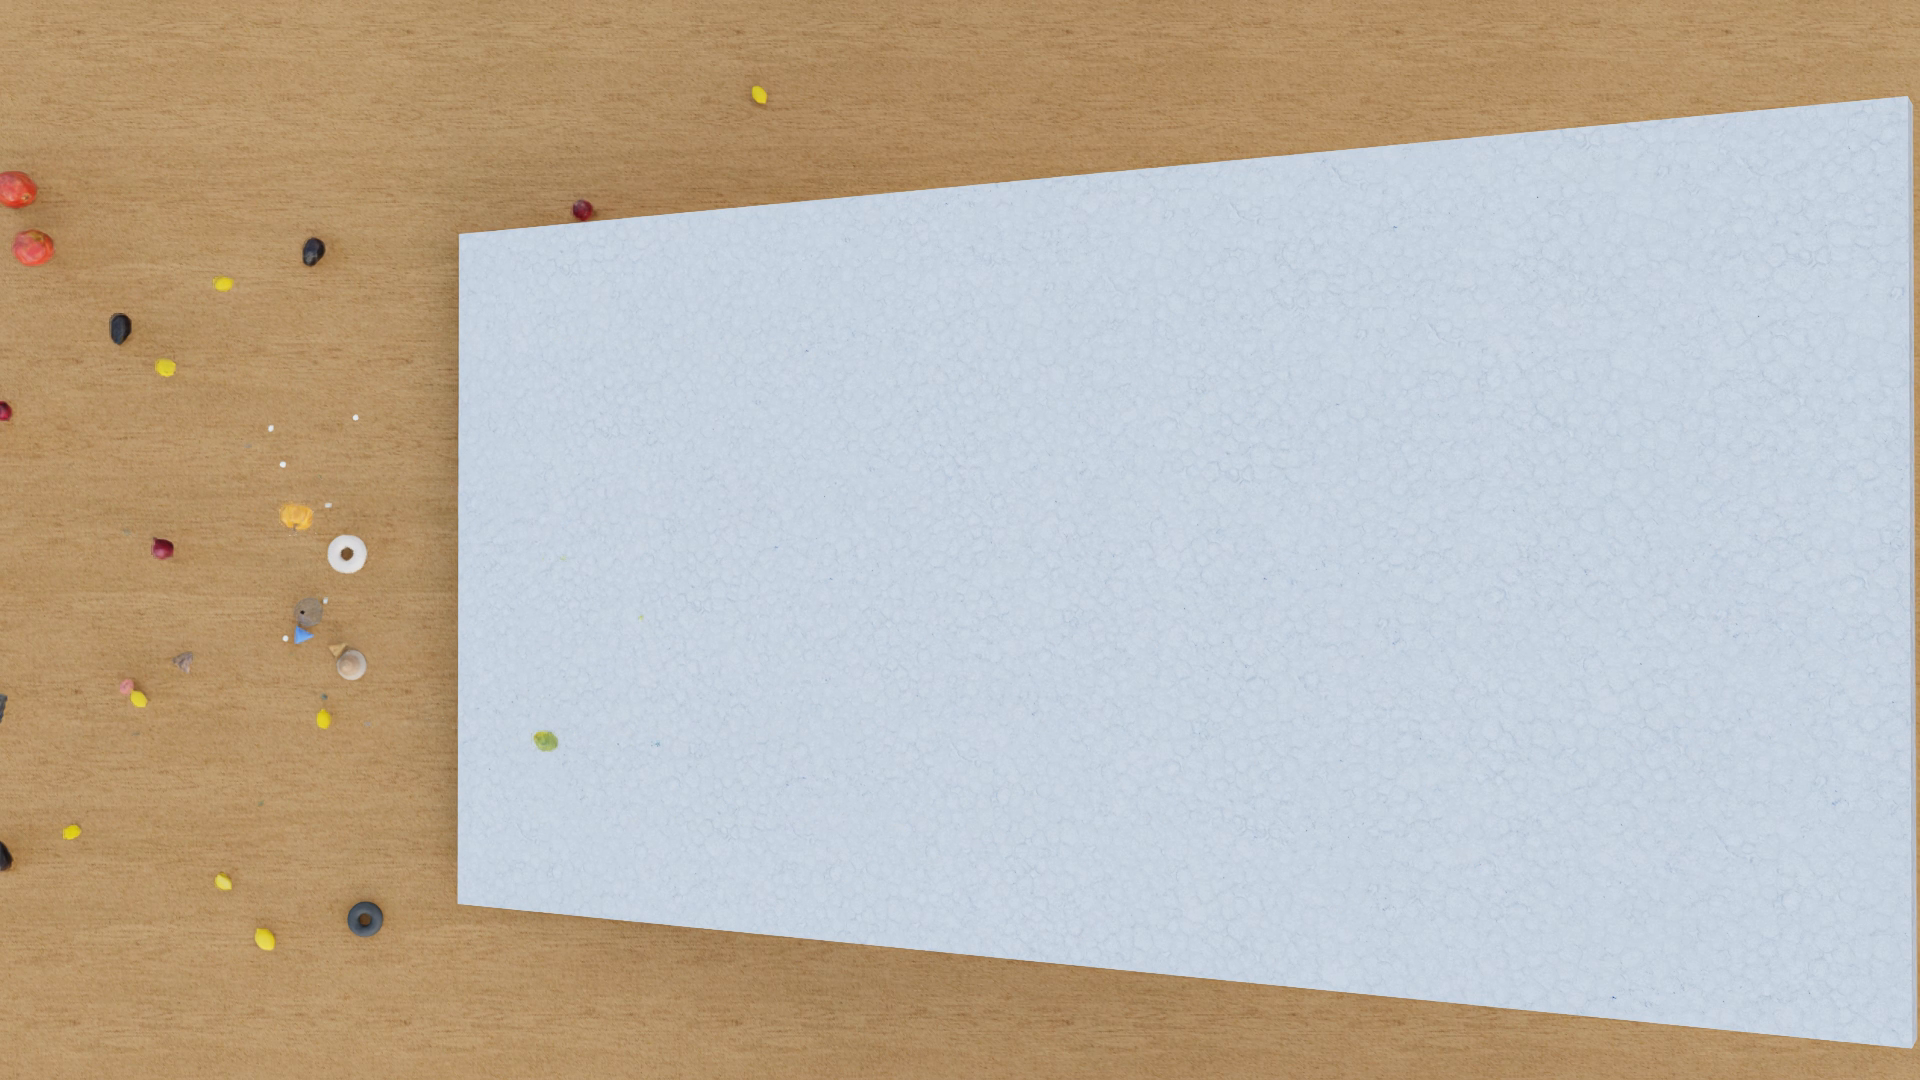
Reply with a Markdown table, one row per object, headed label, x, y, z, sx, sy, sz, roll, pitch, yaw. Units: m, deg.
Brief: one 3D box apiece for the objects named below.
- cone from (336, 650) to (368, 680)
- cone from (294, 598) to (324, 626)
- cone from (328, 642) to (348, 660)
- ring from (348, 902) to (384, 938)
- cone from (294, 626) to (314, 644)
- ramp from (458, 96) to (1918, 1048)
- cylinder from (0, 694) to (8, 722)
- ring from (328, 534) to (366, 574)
| label | x | y | z | sx | sy | sz | roll | pitch | yaw |
| --- | --- | --- | --- | --- | --- | --- | --- | --- | --- |
| cone | -1.840 | 0.377 | 6.605 | 0.094 | 0.094 | 0.094 | 0 | 89 | 0 |
| cone | -1.970 | 0.217 | 6.609 | 0.088 | 0.088 | 0.088 | 0 | 89 | 0 |
| cone | -1.869 | 0.325 | 6.634 | 0.056 | 0.056 | 0.056 | -37 | 90 | -18 |
| ring | -1.792 | 1.143 | 6.627 | 0.108 | 0.036 | 0.108 | 0 | 88 | 0 |
| cone | -1.976 | 0.287 | 6.641 | 0.054 | 0.054 | 0.054 | 3 | 89 | -27 |
| ramp | 0.273 | 0.076 | 5.636 | 4.000 | 0.100 | 2.000 | 0 | 89 | 29 |
| cylinder | -2.915 | 0.501 | 6.610 | 0.080 | 0.080 | 0.080 | 14 | 89 | 0 |
| ring | -1.849 | 0.042 | 6.636 | 0.118 | 0.039 | 0.118 | 0 | 89 | -1 |
